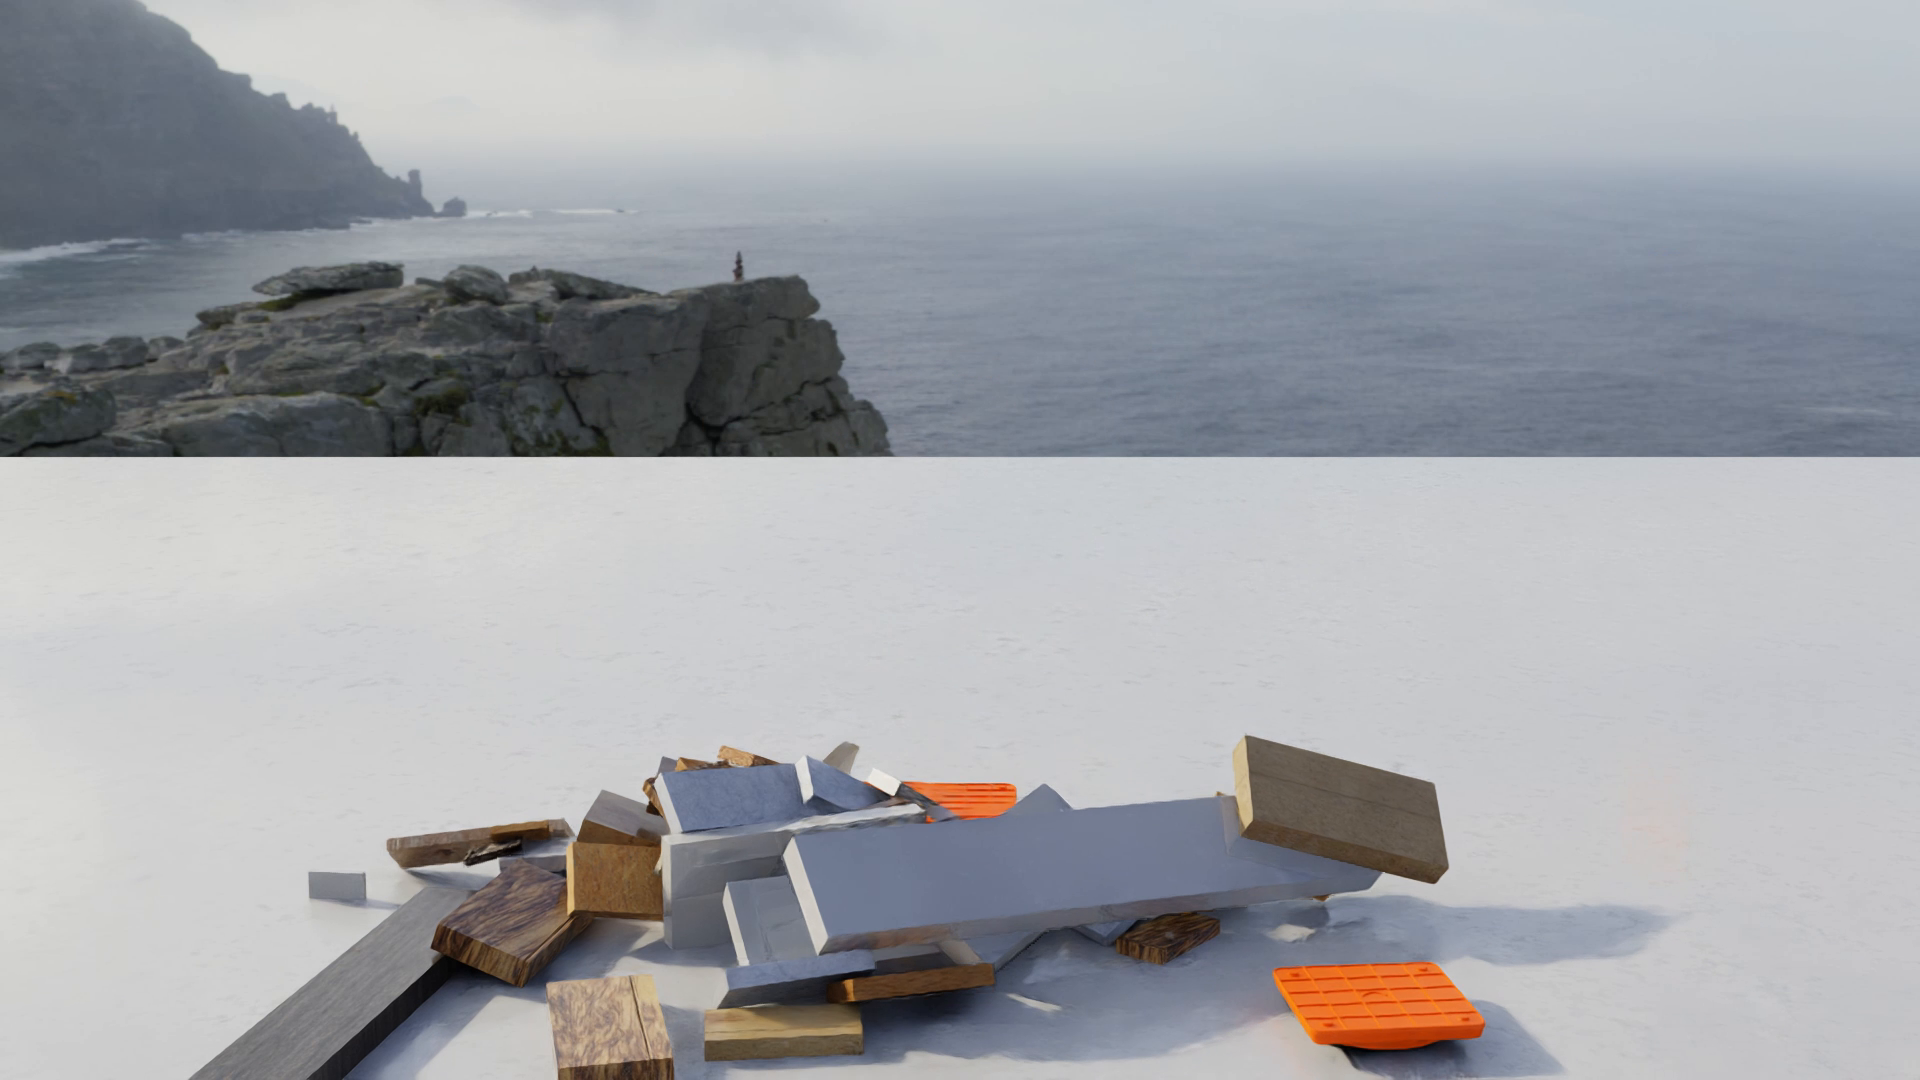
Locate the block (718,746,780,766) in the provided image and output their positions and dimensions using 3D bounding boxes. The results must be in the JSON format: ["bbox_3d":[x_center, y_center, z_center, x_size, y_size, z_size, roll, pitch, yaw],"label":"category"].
[{"bbox_3d":[-0.310,0.387,3.710,0.080,0.023,0.205,10,-10,40],"label":"block"}]

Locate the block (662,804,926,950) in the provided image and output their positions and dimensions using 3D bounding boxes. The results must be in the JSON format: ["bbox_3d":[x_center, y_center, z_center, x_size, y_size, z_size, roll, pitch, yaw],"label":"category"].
[{"bbox_3d":[-0.260,0.534,3.502,0.426,0.171,0.049,-5,11,-23],"label":"block"}]

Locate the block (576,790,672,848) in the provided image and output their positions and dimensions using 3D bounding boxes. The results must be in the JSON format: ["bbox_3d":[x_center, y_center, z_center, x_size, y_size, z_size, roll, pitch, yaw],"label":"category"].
[{"bbox_3d":[-0.464,0.513,3.666,0.325,0.046,0.162,19,11,-2],"label":"block"}]

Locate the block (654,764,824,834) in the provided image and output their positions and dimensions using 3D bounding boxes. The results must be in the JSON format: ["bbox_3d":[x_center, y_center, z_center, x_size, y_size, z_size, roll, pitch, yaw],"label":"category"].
[{"bbox_3d":[-0.347,0.422,3.554,0.282,0.031,0.111,0,50,-36],"label":"block"}]

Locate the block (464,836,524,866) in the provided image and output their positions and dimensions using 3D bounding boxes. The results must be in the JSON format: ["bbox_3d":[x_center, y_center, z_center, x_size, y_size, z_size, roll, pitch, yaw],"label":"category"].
[{"bbox_3d":[-0.771,0.515,3.639,0.094,0.013,0.047,-15,11,-5],"label":"block"}]

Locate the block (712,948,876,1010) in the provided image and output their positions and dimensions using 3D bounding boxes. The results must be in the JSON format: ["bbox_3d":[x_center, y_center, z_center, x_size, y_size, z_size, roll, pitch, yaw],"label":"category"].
[{"bbox_3d":[-0.241,0.634,3.173,0.217,0.031,0.108,-4,-25,-20],"label":"block"}]

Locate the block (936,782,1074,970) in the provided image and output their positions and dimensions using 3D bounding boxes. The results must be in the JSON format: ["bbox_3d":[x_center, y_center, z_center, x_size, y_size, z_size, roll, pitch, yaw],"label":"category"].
[{"bbox_3d":[0.081,0.526,3.404,0.176,0.050,0.351,42,43,17],"label":"block"}]

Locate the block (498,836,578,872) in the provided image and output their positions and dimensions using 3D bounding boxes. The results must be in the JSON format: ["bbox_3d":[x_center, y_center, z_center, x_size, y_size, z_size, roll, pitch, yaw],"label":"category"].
[{"bbox_3d":[-0.665,0.522,3.653,0.184,0.026,0.092,-4,11,-1],"label":"block"}]

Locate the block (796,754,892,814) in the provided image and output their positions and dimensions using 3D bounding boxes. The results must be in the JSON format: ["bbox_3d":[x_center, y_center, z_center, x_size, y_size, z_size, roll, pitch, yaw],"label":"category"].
[{"bbox_3d":[-0.184,0.429,3.627,0.187,0.027,0.094,30,25,-32],"label":"block"}]

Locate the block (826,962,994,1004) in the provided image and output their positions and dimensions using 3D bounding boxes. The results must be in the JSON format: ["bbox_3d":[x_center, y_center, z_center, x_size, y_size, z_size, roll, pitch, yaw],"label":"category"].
[{"bbox_3d":[-0.072,0.641,3.170,0.217,0.031,0.108,-2,-14,-24],"label":"block"}]

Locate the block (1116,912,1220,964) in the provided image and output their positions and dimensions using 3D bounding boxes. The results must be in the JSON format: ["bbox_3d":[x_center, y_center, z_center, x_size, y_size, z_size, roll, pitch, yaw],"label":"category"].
[{"bbox_3d":[0.327,0.620,3.442,0.084,0.024,0.168,8,13,37],"label":"block"}]

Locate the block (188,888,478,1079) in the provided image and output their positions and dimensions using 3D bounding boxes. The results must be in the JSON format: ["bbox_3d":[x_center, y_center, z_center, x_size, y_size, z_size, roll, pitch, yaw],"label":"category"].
[{"bbox_3d":[-0.869,0.663,3.156,0.152,0.043,0.845,2,11,10],"label":"block"}]

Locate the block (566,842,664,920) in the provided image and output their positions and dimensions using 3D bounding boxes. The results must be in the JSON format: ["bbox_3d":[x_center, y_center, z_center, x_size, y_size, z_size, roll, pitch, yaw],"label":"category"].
[{"bbox_3d":[-0.513,0.545,3.497,0.221,0.111,0.031,8,-30,-27],"label":"block"}]

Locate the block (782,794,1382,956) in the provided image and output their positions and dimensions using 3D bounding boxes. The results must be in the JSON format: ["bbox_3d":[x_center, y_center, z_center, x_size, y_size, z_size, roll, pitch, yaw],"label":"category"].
[{"bbox_3d":[0.214,0.503,3.417,0.996,0.050,0.175,-1,49,-28],"label":"block"}]

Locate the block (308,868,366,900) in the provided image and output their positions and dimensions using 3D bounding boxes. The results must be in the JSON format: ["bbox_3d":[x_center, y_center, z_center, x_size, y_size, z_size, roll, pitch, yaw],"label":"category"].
[{"bbox_3d":[-1.031,0.571,3.643,0.094,0.047,0.013,1,11,6],"label":"block"}]

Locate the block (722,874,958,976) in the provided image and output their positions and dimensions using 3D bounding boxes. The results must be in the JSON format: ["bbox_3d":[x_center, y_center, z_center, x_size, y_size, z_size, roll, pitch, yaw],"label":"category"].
[{"bbox_3d":[-0.171,0.582,3.329,0.343,0.049,0.171,-4,47,-21],"label":"block"}]

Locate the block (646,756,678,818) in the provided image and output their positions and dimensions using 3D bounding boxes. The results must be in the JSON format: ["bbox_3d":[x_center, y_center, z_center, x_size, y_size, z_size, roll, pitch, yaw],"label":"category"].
[{"bbox_3d":[-0.353,0.452,3.664,0.325,0.046,0.162,17,11,-6],"label":"block"}]

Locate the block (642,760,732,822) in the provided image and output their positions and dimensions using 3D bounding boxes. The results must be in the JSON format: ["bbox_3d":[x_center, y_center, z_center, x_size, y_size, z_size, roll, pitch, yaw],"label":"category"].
[{"bbox_3d":[-0.426,0.407,3.569,0.160,0.023,0.080,-10,44,-42],"label":"block"}]

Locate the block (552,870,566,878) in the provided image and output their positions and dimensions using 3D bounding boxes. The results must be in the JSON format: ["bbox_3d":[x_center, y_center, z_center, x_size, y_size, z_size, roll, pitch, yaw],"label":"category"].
[{"bbox_3d":[-0.624,0.576,3.673,0.184,0.026,0.092,1,11,7],"label":"block"}]

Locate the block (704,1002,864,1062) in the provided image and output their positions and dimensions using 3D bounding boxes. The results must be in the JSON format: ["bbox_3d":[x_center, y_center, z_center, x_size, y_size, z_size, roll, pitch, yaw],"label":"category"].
[{"bbox_3d":[-0.247,0.686,3.068,0.217,0.031,0.108,-1,11,-6],"label":"block"}]

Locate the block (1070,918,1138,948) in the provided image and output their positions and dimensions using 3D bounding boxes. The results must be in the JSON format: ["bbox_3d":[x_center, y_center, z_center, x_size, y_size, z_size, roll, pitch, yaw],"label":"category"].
[{"bbox_3d":[0.256,0.569,3.489,0.084,0.024,0.168,23,49,40],"label":"block"}]

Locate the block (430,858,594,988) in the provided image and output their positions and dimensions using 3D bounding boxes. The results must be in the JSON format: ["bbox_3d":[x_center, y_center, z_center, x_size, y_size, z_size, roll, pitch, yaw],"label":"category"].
[{"bbox_3d":[-0.683,0.591,3.414,0.152,0.043,0.303,21,14,7],"label":"block"}]

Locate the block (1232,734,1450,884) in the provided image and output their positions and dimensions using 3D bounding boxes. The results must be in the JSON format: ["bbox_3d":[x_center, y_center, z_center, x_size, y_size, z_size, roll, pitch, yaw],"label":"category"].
[{"bbox_3d":[0.624,0.443,3.615,0.351,0.050,0.175,15,43,-13],"label":"block"}]

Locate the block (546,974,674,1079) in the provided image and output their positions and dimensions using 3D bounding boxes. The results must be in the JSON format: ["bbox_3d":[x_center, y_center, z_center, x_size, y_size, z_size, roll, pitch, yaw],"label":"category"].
[{"bbox_3d":[-0.488,0.683,3.048,0.152,0.043,0.303,-2,11,-13],"label":"block"}]

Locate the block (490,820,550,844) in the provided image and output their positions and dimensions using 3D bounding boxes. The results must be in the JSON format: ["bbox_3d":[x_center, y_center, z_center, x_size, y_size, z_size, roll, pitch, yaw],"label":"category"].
[{"bbox_3d":[-0.735,0.489,3.671,0.094,0.013,0.047,-6,-32,-9],"label":"block"}]

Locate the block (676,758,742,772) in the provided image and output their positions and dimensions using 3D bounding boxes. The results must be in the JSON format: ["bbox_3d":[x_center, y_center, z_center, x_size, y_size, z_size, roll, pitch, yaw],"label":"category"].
[{"bbox_3d":[-0.394,0.399,3.682,0.149,0.021,0.075,13,12,-29],"label":"block"}]

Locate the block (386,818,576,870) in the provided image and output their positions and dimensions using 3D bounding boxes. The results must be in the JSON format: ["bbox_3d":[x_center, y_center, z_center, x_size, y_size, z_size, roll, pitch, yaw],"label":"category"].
[{"bbox_3d":[-0.815,0.518,3.749,0.311,0.021,0.075,-7,-35,6],"label":"block"}]

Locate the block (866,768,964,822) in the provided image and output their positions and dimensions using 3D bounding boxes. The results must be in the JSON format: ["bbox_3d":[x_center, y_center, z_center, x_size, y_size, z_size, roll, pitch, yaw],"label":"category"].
[{"bbox_3d":[-0.061,0.446,3.700,0.187,0.027,0.094,34,-8,-31],"label":"block"}]

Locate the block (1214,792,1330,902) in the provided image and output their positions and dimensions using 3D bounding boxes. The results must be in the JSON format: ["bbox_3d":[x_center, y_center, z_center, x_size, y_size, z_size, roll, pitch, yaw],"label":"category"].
[{"bbox_3d":[0.513,0.507,3.641,0.222,0.031,0.111,23,41,-10],"label":"block"}]

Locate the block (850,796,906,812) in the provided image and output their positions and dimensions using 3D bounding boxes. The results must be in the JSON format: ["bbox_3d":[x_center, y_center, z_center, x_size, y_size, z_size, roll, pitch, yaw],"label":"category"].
[{"bbox_3d":[-0.262,0.511,3.538,0.388,0.094,0.027,-14,15,-21],"label":"block"}]

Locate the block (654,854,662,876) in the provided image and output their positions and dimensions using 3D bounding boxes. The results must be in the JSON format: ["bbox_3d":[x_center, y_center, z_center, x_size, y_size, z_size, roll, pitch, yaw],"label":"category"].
[{"bbox_3d":[-0.401,0.526,3.512,0.160,0.080,0.023,29,-9,-25],"label":"block"}]

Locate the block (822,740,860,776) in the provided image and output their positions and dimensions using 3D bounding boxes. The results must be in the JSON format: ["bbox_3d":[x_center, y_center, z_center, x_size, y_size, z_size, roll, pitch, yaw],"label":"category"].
[{"bbox_3d":[-0.249,0.456,4.071,0.031,0.111,0.221,22,15,9],"label":"block"}]
